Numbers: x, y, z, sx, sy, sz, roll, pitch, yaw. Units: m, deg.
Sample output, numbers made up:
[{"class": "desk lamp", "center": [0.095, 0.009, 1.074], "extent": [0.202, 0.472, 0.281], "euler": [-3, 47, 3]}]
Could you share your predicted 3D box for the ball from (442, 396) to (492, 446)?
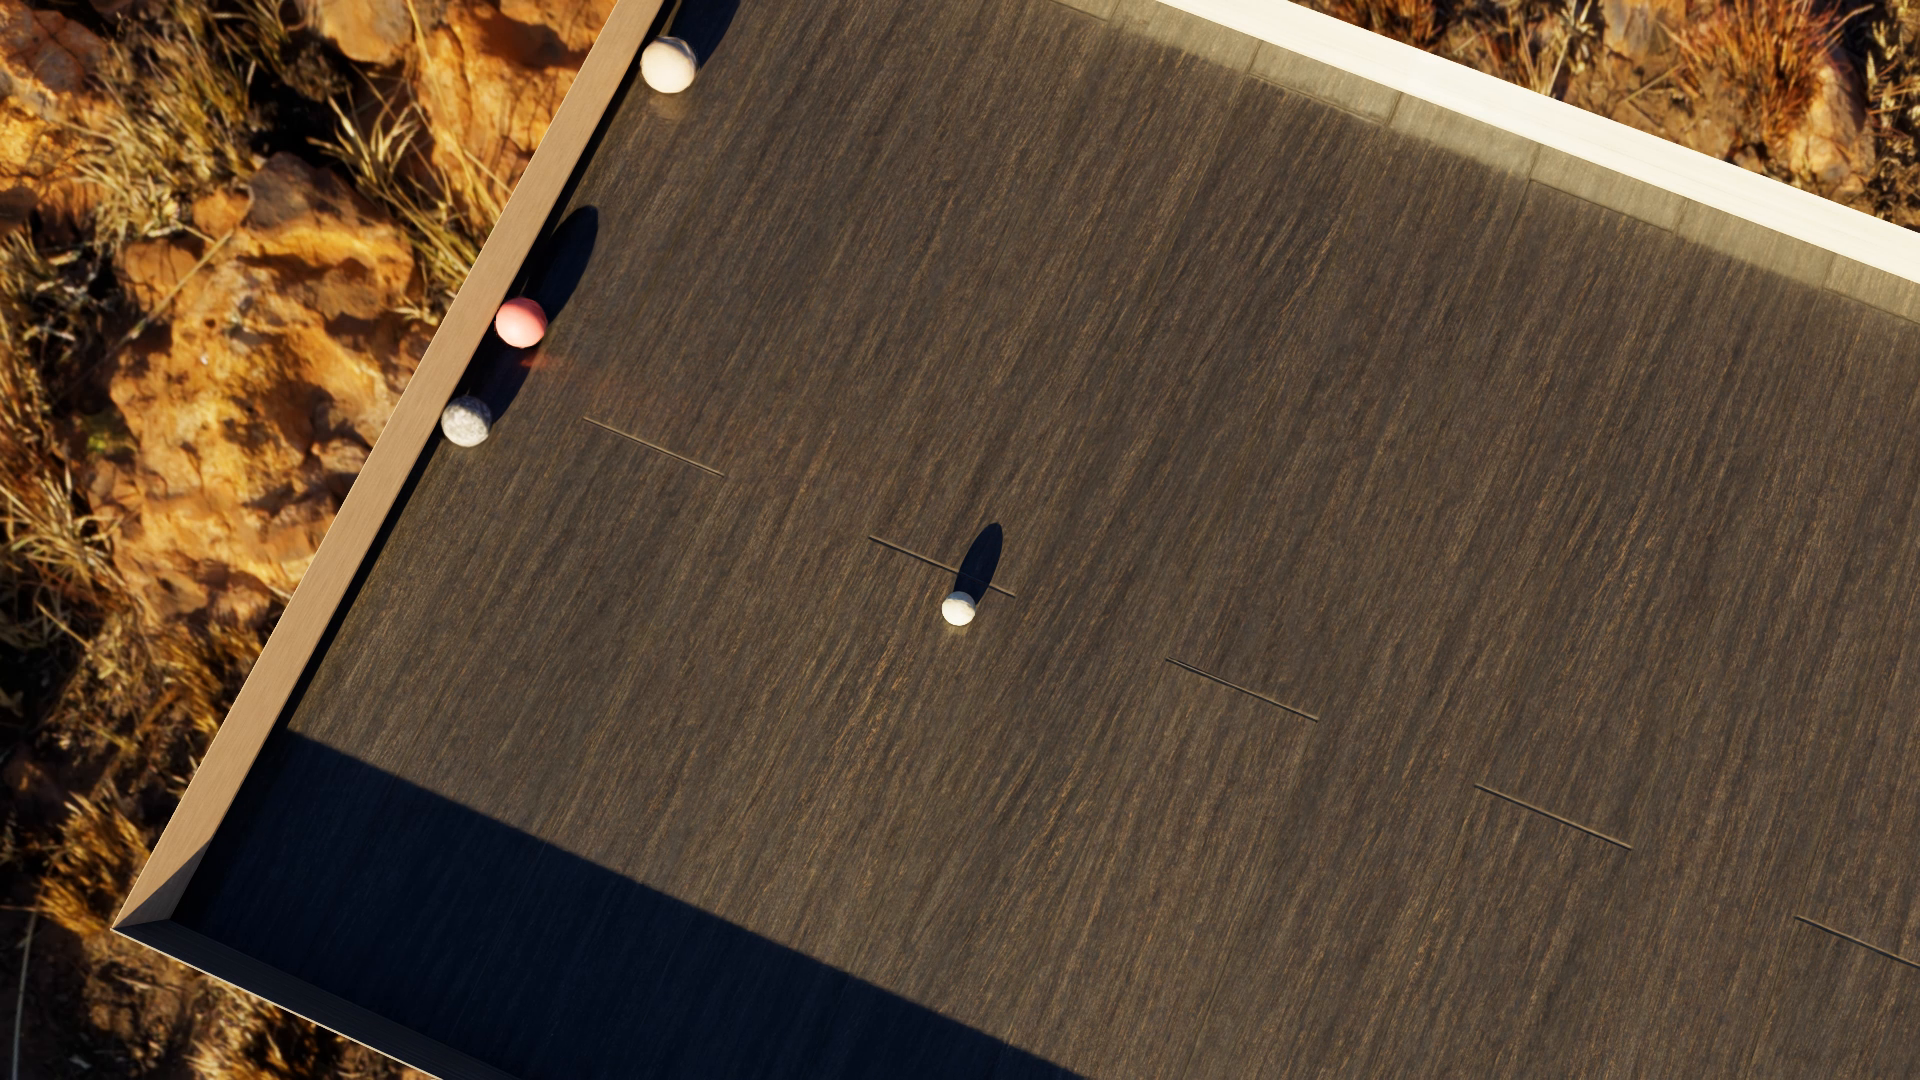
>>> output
[{"class": "ball", "center": [-0.775, -0.186, 3.458], "extent": [0.079, 0.079, 0.079], "euler": [0, 72, 0]}]

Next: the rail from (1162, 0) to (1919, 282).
[{"class": "rail", "center": [1.201, -0.569, 3.560], "extent": [3.482, 0.121, 0.045], "euler": [22, 73, 7]}]

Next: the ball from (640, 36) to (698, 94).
[{"class": "ball", "center": [-0.482, -0.788, 3.647], "extent": [0.093, 0.093, 0.093], "euler": [0, 72, 0]}]

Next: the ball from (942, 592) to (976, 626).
[{"class": "ball", "center": [-0.002, 0.105, 3.377], "extent": [0.053, 0.053, 0.053], "euler": [0, 72, 0]}]

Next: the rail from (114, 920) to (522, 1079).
[{"class": "rail", "center": [0.399, 1.206, 2.980], "extent": [3.482, 0.121, 0.045], "euler": [22, 73, 7]}]

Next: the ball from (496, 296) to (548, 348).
[{"class": "ball", "center": [-0.700, -0.347, 3.510], "extent": [0.081, 0.081, 0.081], "euler": [0, 72, 0]}]

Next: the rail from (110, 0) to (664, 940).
[{"class": "rail", "center": [-0.778, -0.326, 3.480], "extent": [0.045, 0.121, 2.080], "euler": [22, 73, 7]}]
